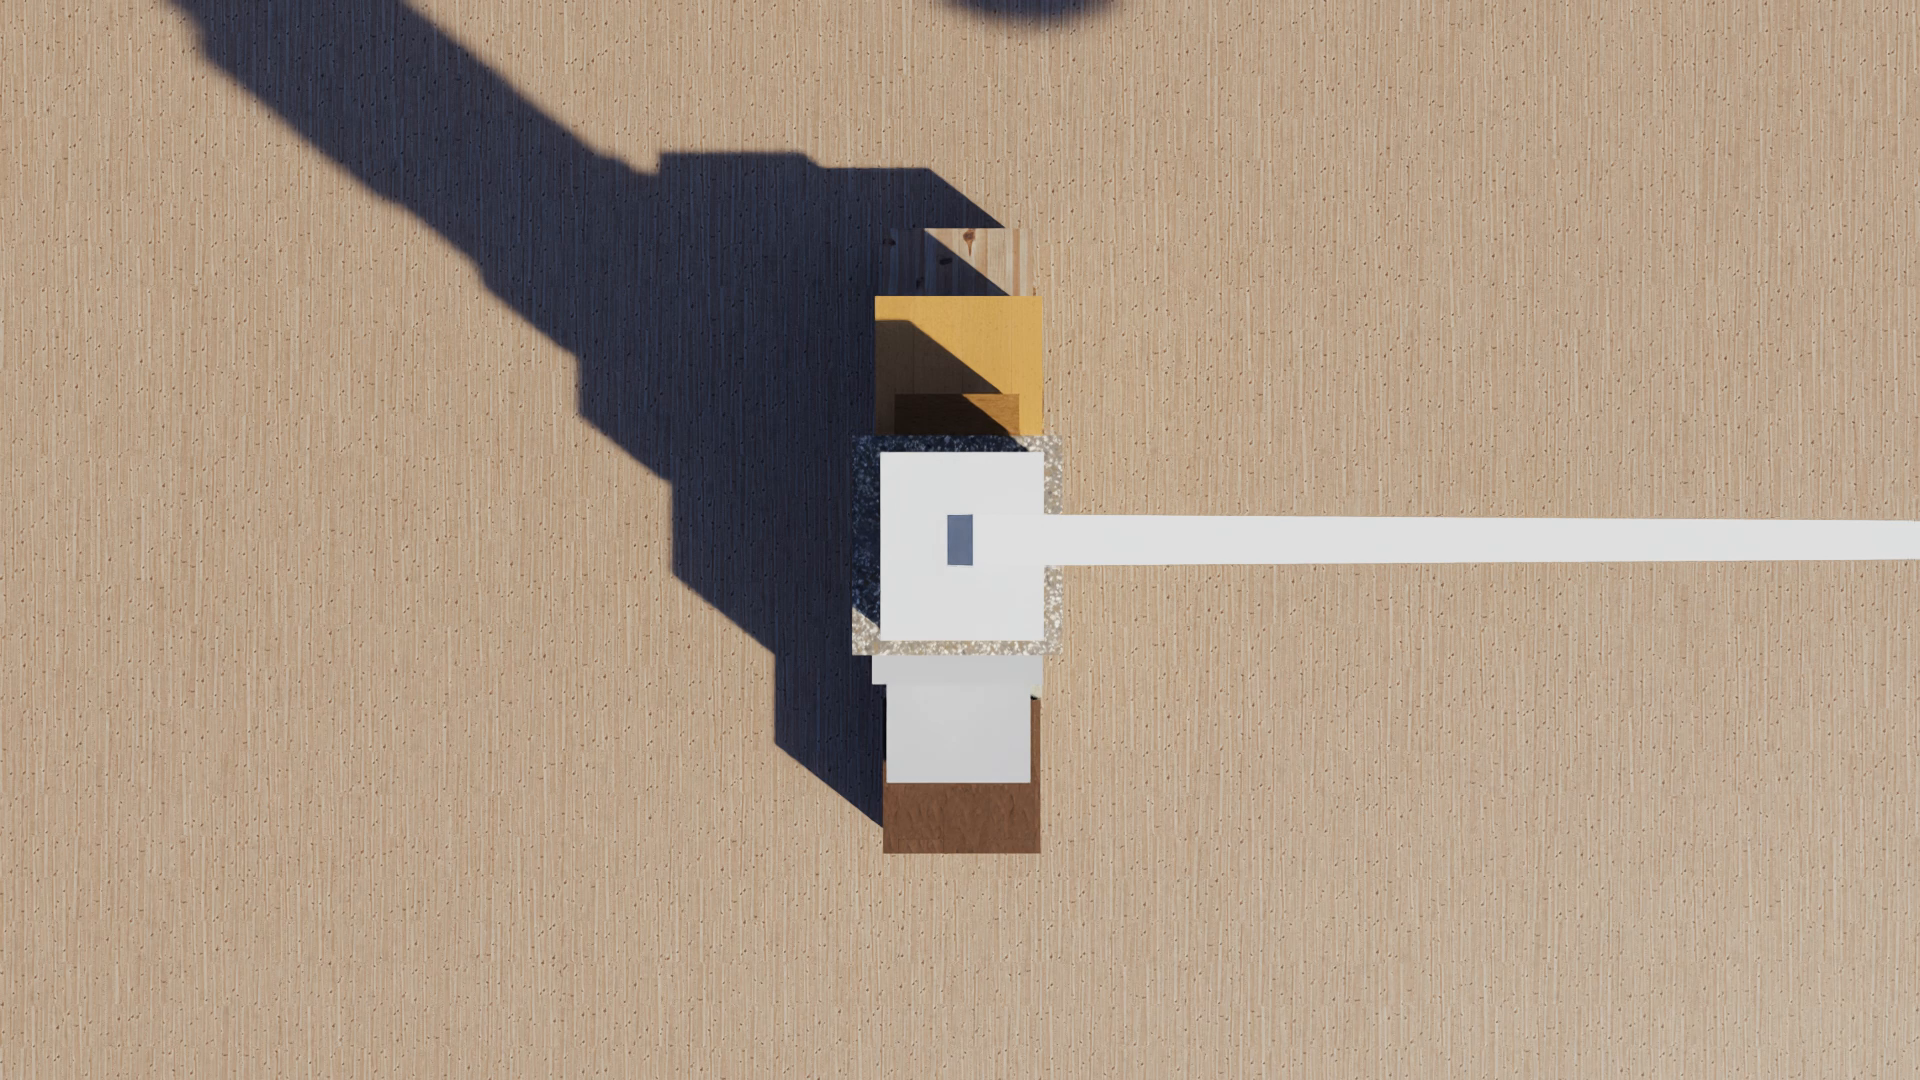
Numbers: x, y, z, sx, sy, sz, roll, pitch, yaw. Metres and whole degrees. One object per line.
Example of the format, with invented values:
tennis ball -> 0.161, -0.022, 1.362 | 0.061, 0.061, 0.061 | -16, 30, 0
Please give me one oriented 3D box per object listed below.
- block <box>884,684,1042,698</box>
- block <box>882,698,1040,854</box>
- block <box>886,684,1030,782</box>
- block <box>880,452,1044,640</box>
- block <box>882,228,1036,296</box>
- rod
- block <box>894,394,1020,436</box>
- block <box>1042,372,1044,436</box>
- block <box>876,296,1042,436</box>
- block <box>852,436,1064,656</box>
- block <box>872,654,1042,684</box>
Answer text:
block -> 0.017, 0.443, 12.584 | 0.871, 0.832, 0.857 | 0, 90, 0
block -> 0.010, 1.306, 12.562 | 0.870, 0.876, 0.849 | 0, 90, 0
block -> -0.007, 0.826, 11.696 | 0.736, 0.856, 0.837 | 0, 90, 0
block -> 0.007, 0.019, 7.351 | 0.526, 0.527, 0.607 | 0, 90, 0
block -> -0.004, -1.334, 12.606 | 0.850, 0.788, 0.792 | 0, 90, 0
rod -> 2.234, 0.000, 4.782 | 5.200, 0.080, 0.080 | 0, 90, -31
block -> -0.015, -0.418, 10.893 | 0.598, 0.709, 0.565 | 0, 90, 0
block -> 0.004, -0.462, 12.560 | 0.919, 0.879, 0.932 | 0, 90, 0
block -> -0.006, -0.820, 11.684 | 0.855, 0.873, 0.853 | 0, 90, 0
block -> -0.008, 0.016, 7.946 | 0.730, 0.663, 0.760 | 0, 90, 0
block -> -0.012, 0.282, 10.940 | 0.824, 0.662, 0.829 | 0, 90, 0
